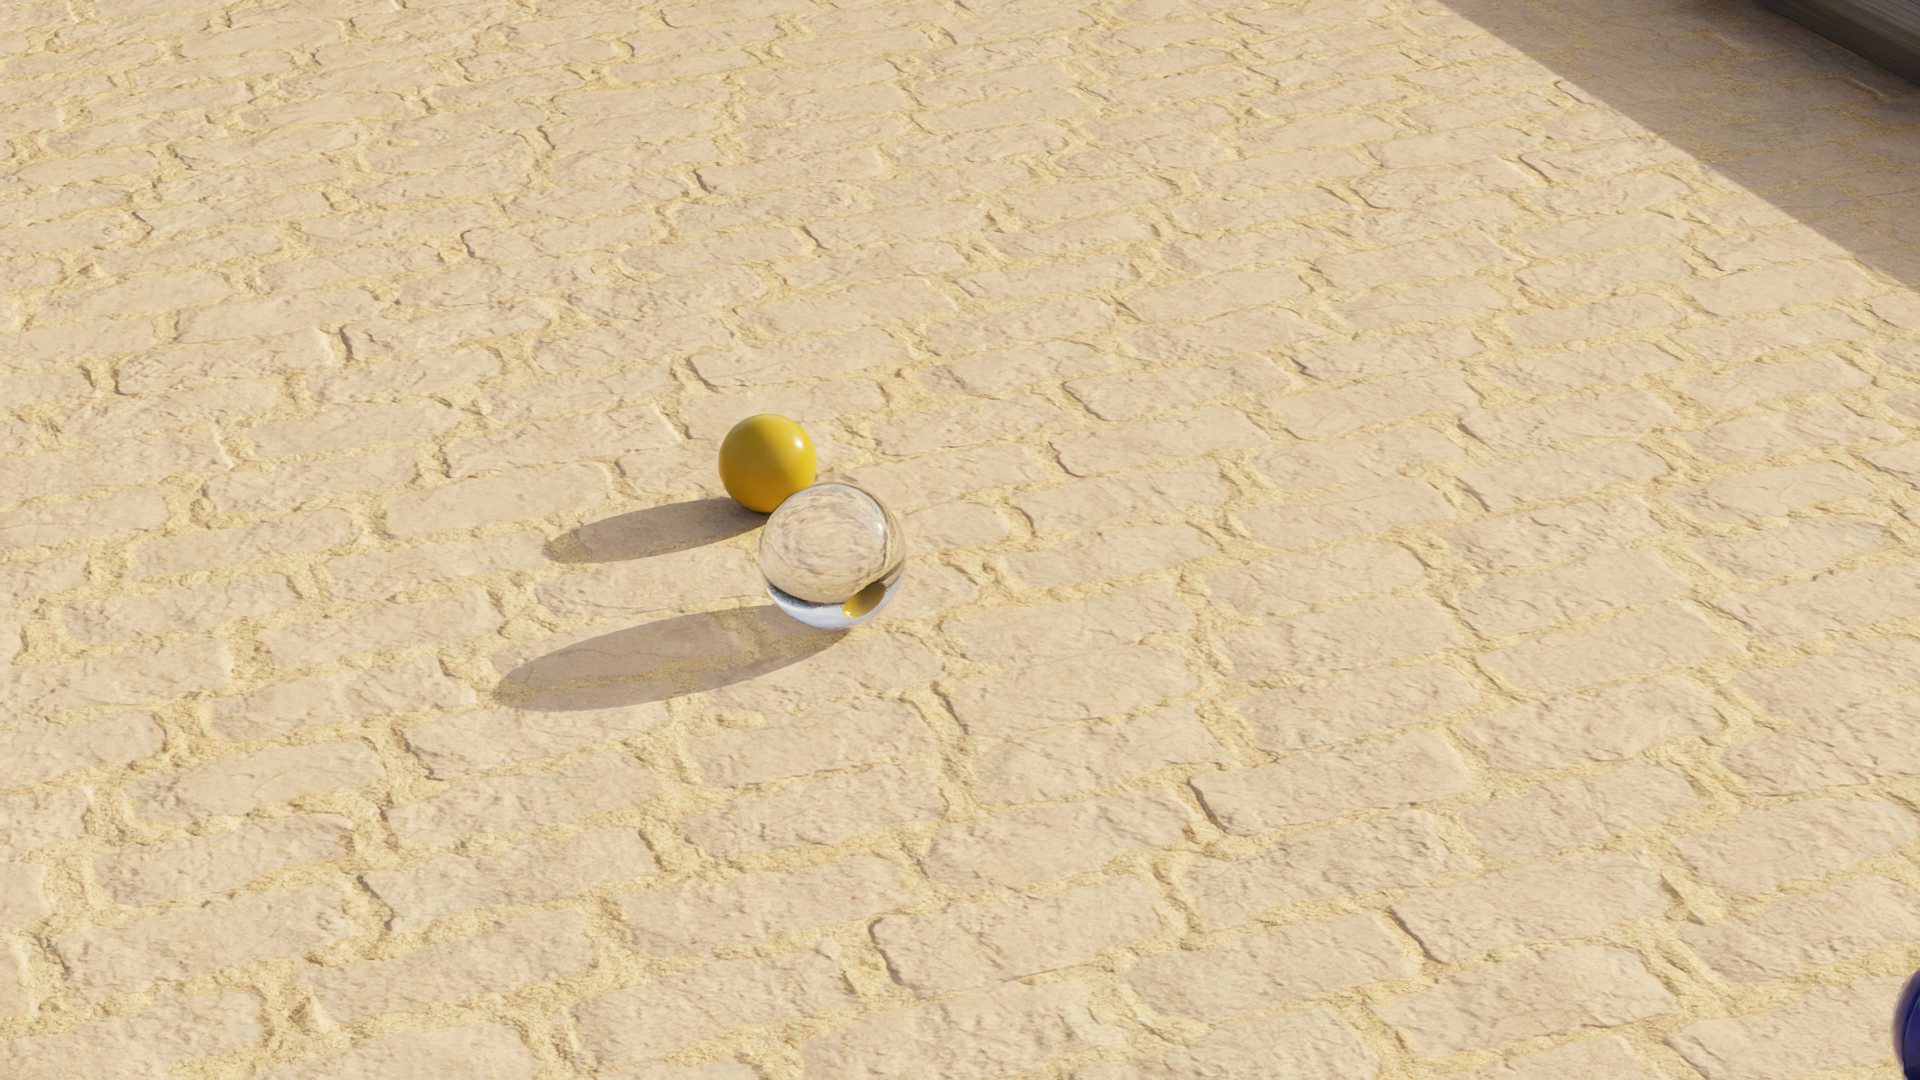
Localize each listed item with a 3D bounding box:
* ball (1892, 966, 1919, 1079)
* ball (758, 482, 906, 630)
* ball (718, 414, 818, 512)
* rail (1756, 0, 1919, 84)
[{"bbox_3d":[0.484,0.232,1.372,0.095,0.095,0.095,0,28,0],"label":"ball"},{"bbox_3d":[-0.077,0.010,1.788,0.090,0.090,0.090,0,28,0],"label":"ball"},{"bbox_3d":[-0.126,-0.050,1.925,0.065,0.065,0.065,0,28,0],"label":"ball"},{"bbox_3d":[0.706,-0.640,2.949,0.045,0.123,3.875,-10,30,-18],"label":"rail"}]
